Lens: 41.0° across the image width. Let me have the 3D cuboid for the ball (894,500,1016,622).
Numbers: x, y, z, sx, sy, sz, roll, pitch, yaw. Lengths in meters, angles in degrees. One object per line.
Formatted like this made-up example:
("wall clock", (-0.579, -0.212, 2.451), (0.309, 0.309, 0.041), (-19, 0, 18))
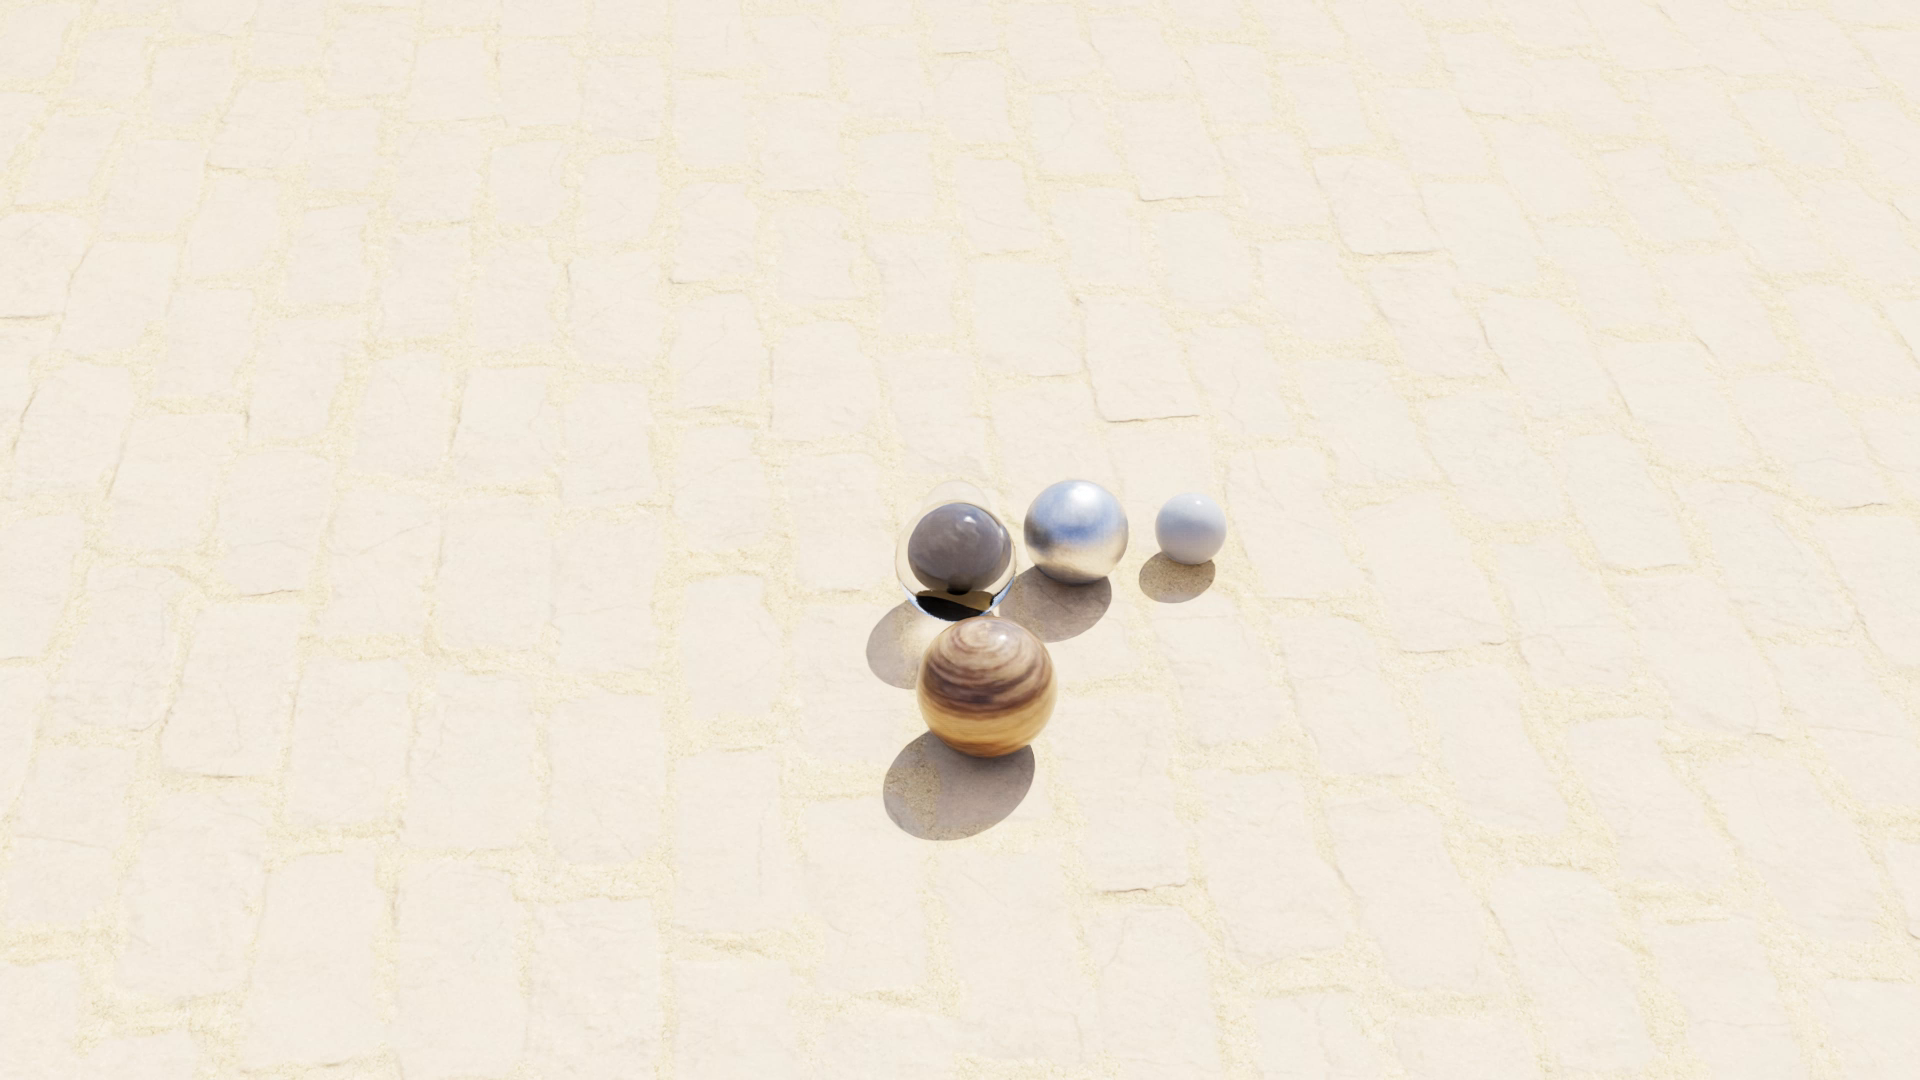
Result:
("ball", (-0.003, 0.012, 1.528), (0.073, 0.073, 0.073), (0, 37, 0))

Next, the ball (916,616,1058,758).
("ball", (0.015, 0.082, 1.430), (0.080, 0.080, 0.080), (0, 37, 0))

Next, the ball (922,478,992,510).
("ball", (-0.002, -0.016, 1.591), (0.044, 0.044, 0.044), (0, 37, 0))

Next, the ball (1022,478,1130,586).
("ball", (0.070, -0.005, 1.559), (0.065, 0.065, 0.065), (0, 37, 0))

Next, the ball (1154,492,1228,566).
("ball", (0.142, -0.007, 1.578), (0.045, 0.045, 0.045), (0, 37, 0))
